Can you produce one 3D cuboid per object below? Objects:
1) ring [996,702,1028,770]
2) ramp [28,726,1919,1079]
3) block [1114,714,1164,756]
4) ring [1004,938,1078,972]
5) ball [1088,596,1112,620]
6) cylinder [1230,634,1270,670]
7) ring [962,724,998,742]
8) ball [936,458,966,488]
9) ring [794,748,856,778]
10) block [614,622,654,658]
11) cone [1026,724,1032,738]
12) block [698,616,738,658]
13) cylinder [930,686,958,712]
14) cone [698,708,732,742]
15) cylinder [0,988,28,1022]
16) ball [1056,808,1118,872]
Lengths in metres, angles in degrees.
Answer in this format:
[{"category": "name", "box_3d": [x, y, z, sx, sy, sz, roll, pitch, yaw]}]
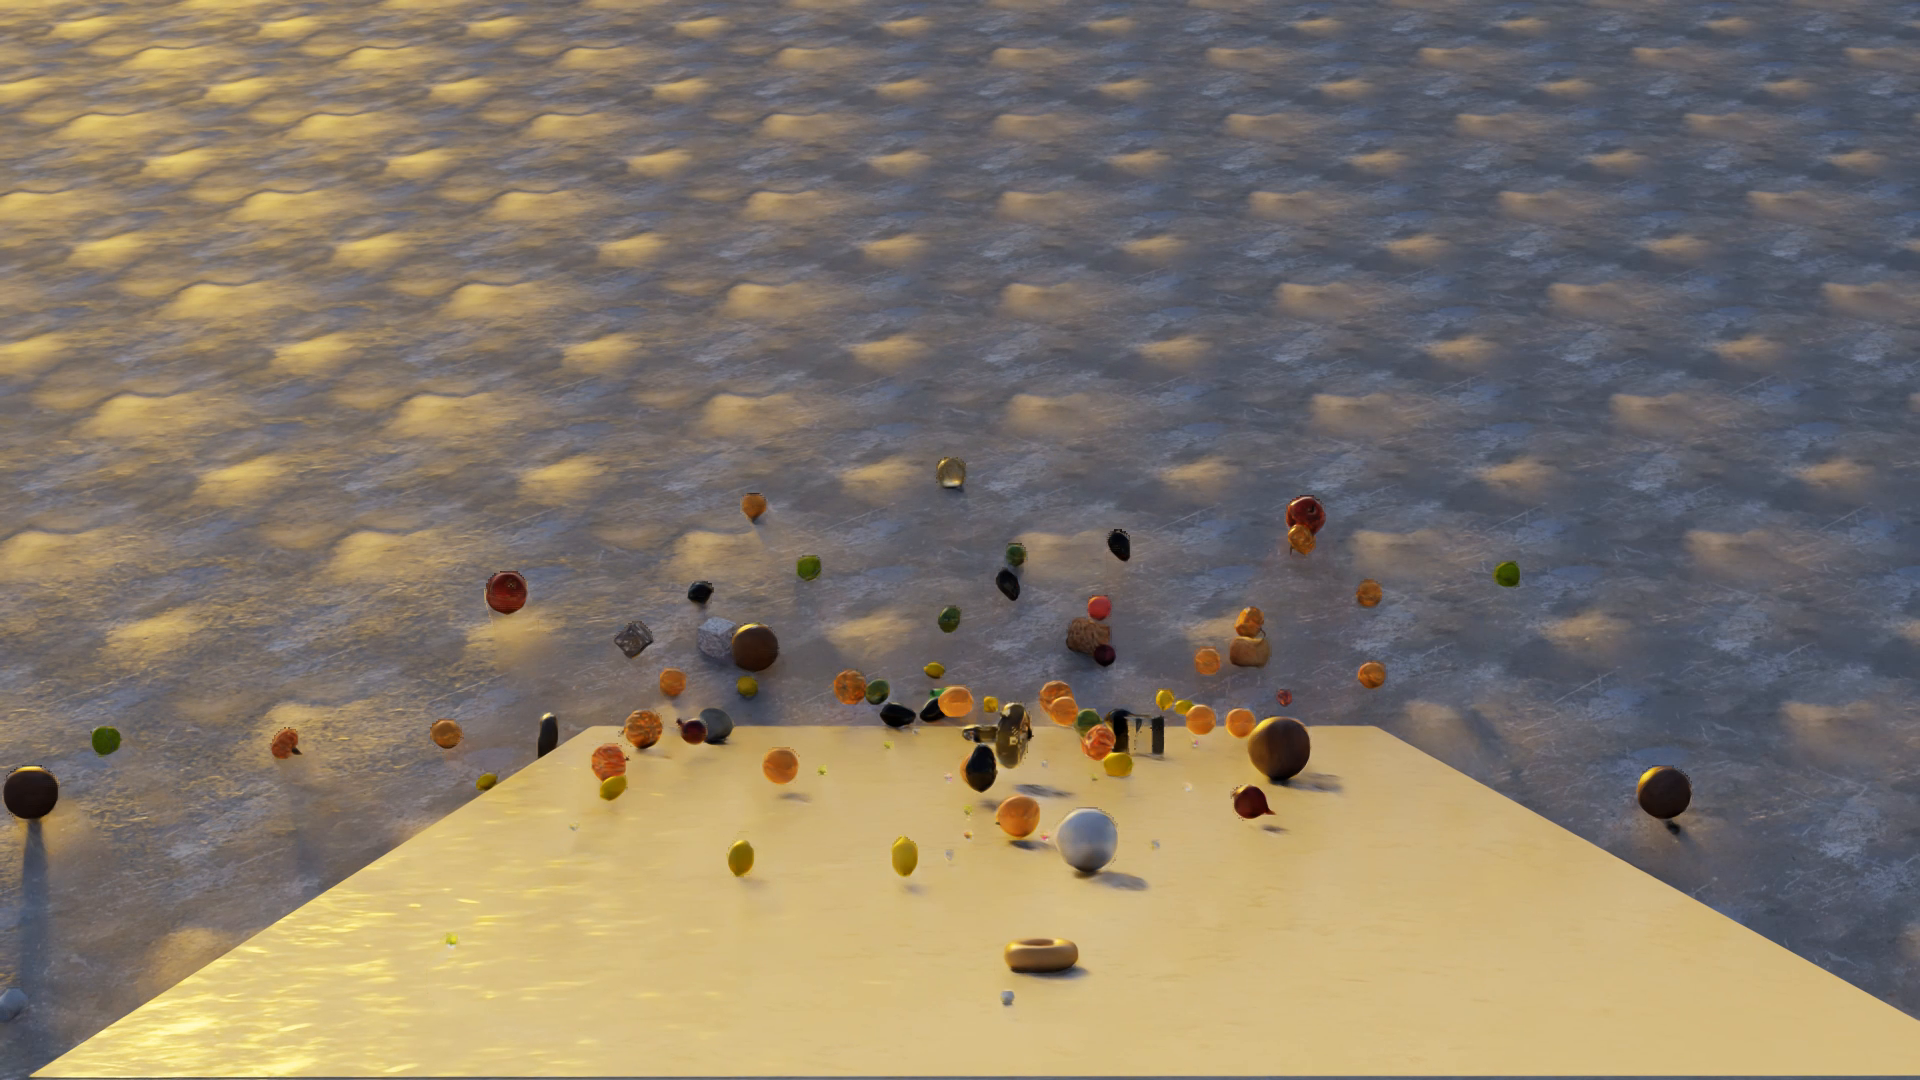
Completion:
[{"category": "ring", "box_3d": [0.106, 0.400, 5.276, 0.046, 0.139, 0.139, 6, 28, 12]}, {"category": "ramp", "box_3d": [0.062, 0.557, 4.594, 2.000, 0.100, 4.000, 0, 1, 0]}, {"category": "block", "box_3d": [0.409, 0.445, 5.896, 0.082, 0.082, 0.082, -1, 1, -32]}, {"category": "ring", "box_3d": [0.100, 0.514, 3.200, 0.094, 0.031, 0.094, -1, 1, 0]}, {"category": "ball", "box_3d": [0.392, 0.191, 7.263, 0.067, 0.067, 0.067, 0, 27, 0]}, {"category": "cylinder", "box_3d": [0.786, 0.305, 7.010, 0.079, 0.079, 0.079, 15, 31, 31]}, {"category": "ring", "box_3d": [0.060, 0.463, 6.183, 0.111, 0.037, 0.111, 0, -1, 0]}, {"category": "ball", "box_3d": [-0.027, -0.208, 8.010, 0.090, 0.090, 0.090, 0, 27, 0]}, {"category": "ring", "box_3d": [-0.285, 0.479, 5.441, 0.129, 0.043, 0.129, 3, 22, -1]}, {"category": "block", "box_3d": [-0.865, 0.266, 6.853, 0.065, 0.065, 0.065, 49, 12, 5]}, {"category": "cone", "box_3d": [0.157, 0.465, 6.252, 0.068, 0.068, 0.068, -17, 23, -29]}, {"category": "block", "box_3d": [-0.667, 0.268, 7.106, 0.076, 0.076, 0.076, 15, 31, 26]}, {"category": "cylinder", "box_3d": [-0.043, 0.420, 6.831, 0.057, 0.057, 0.057, -10, 29, -18]}, {"category": "cone", "box_3d": [-0.598, 0.462, 6.176, 0.088, 0.088, 0.088, 6, 29, 12]}, {"category": "cylinder", "box_3d": [-2.086, 1.021, 5.667, 0.055, 0.055, 0.055, 9, 26, 16]}, {"category": "ball", "box_3d": [0.198, 0.467, 4.019, 0.098, 0.098, 0.098, 0, 27, 0]}]
